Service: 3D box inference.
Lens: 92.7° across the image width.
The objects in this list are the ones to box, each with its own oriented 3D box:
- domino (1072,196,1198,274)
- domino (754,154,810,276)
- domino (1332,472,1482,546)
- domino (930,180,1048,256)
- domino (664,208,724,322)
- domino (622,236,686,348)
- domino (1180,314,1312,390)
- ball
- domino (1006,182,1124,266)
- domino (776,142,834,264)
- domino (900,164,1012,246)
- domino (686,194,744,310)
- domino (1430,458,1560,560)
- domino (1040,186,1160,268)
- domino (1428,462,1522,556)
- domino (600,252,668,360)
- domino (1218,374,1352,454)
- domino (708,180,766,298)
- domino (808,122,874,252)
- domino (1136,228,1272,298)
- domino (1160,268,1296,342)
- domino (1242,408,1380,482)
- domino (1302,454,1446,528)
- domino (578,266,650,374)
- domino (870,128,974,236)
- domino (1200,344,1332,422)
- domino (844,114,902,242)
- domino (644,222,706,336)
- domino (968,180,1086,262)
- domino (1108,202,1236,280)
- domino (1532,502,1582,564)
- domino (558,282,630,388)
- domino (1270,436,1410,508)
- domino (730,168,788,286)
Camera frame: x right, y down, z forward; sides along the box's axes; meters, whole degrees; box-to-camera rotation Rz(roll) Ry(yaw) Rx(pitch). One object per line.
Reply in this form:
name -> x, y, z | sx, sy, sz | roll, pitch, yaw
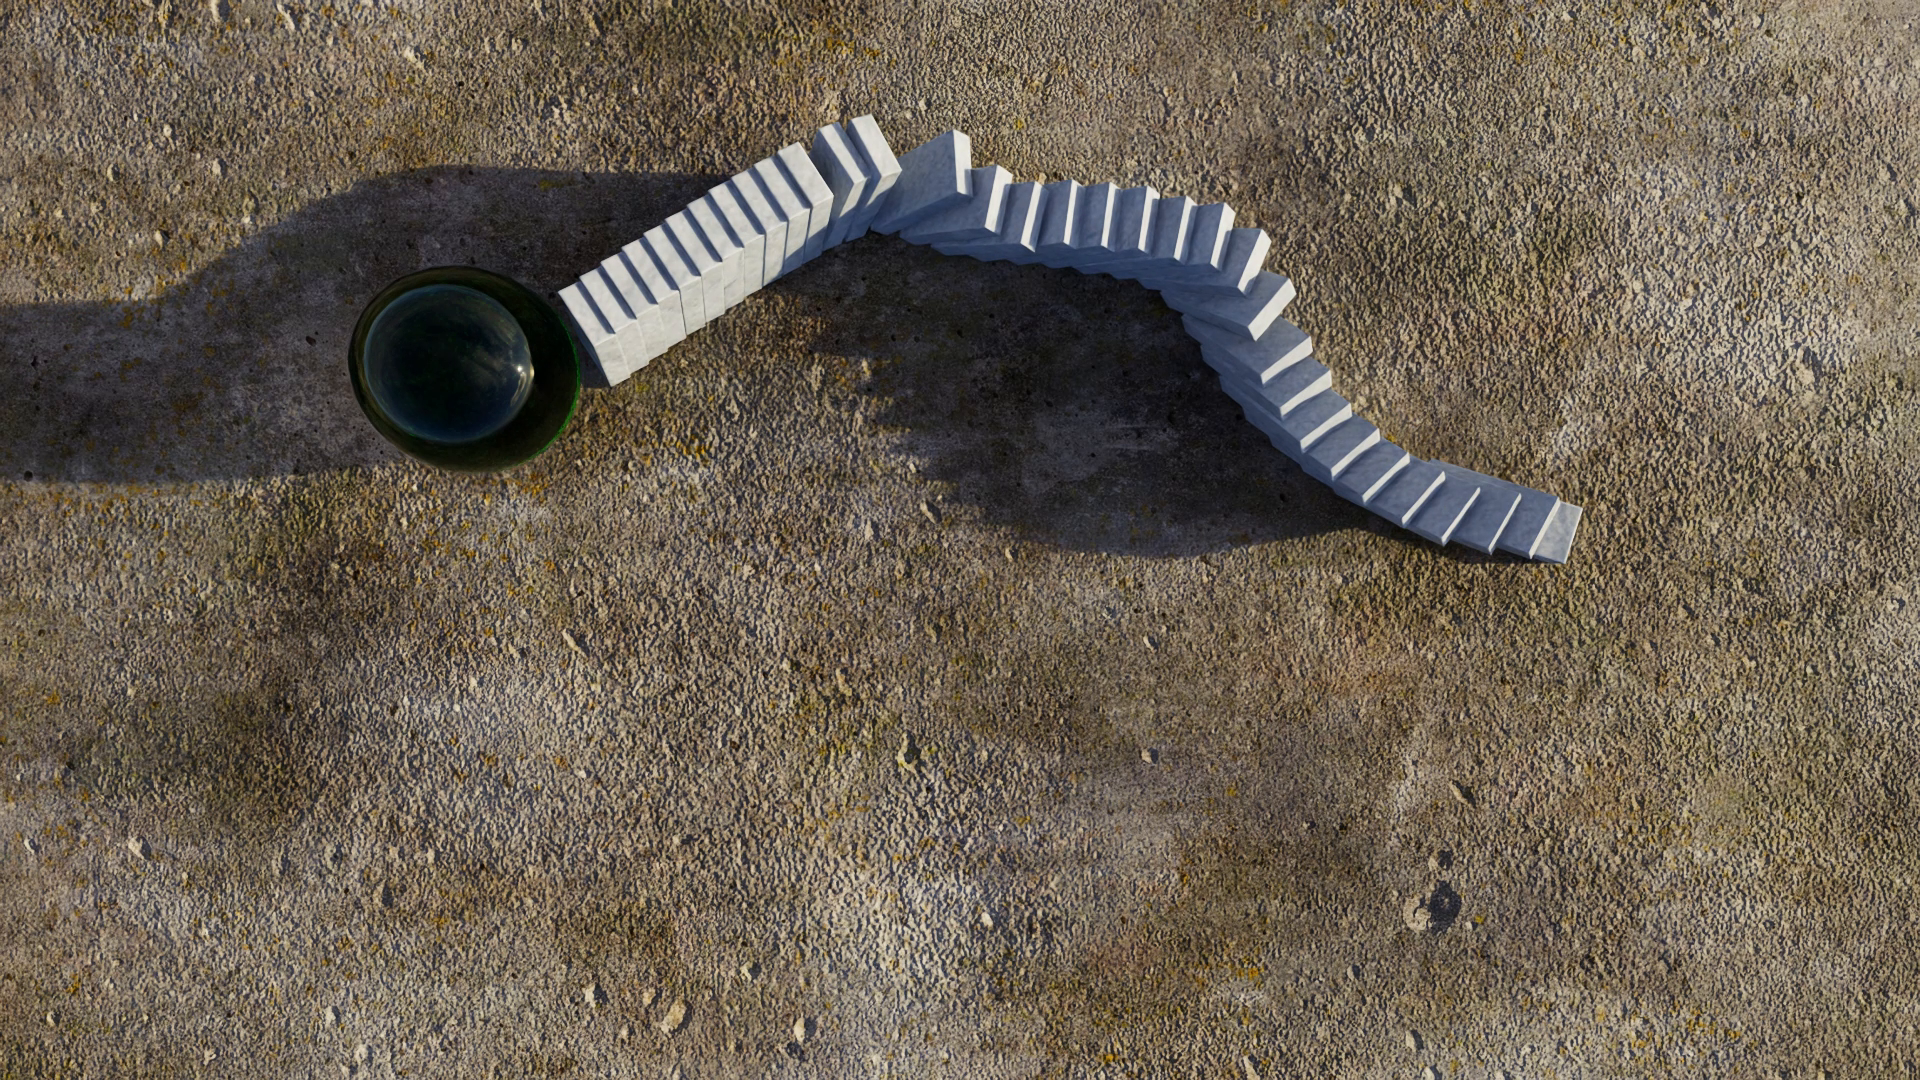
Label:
domino -> 0.071, -0.125, 0.379 | 0.050, 0.010, 0.025 | 10, 88, 43
domino -> -0.074, -0.131, 0.375 | 0.010, 0.050, 0.025 | -33, 90, -16
domino -> 0.184, -0.020, 0.380 | 0.050, 0.010, 0.025 | 37, 91, 40
domino -> 0.012, -0.133, 0.380 | 0.050, 0.010, 0.025 | 14, 90, 41
domino -> -0.108, -0.111, 0.375 | 0.010, 0.050, 0.025 | -33, 90, -16
domino -> -0.124, -0.100, 0.375 | 0.009, 0.050, 0.025 | -33, 90, -16
domino -> 0.118, -0.086, 0.381 | 0.025, 0.010, 0.050 | -38, 51, 0
ball -> -0.192, -0.066, 0.360 | 0.080, 0.080, 0.080 | 0, 90, 0
domino -> 0.042, -0.130, 0.380 | 0.050, 0.010, 0.025 | 8, 90, 43
domino -> -0.065, -0.136, 0.375 | 0.010, 0.050, 0.025 | -33, 90, -17
domino -> -0.003, -0.138, 0.379 | 0.050, 0.009, 0.025 | 12, 90, 43
domino -> -0.100, -0.116, 0.375 | 0.010, 0.050, 0.025 | -33, 90, -16
domino -> 0.216, -0.014, 0.380 | 0.050, 0.010, 0.025 | 28, 90, 40
domino -> 0.057, -0.129, 0.379 | 0.050, 0.009, 0.025 | 8, 89, 43
domino -> 0.200, -0.016, 0.380 | 0.050, 0.009, 0.025 | 30, 91, 40
domino -> -0.132, -0.094, 0.375 | 0.010, 0.050, 0.025 | -33, 90, -16
domino -> 0.134, -0.060, 0.380 | 0.025, 0.009, 0.050 | -37, 51, 0
domino -> -0.091, -0.122, 0.375 | 0.009, 0.050, 0.025 | -33, 90, -16
domino -> -0.053, -0.143, 0.376 | 0.009, 0.050, 0.025 | -33, 90, -26
domino -> 0.100, -0.116, 0.379 | 0.050, 0.009, 0.025 | 22, 88, 44
domino -> 0.110, -0.102, 0.379 | 0.025, 0.050, 0.010 | -49, 134, 0
domino -> 0.145, -0.048, 0.380 | 0.025, 0.010, 0.050 | -41, 51, 0
domino -> 0.170, -0.029, 0.380 | 0.025, 0.010, 0.050 | -49, 50, 1
domino -> -0.141, -0.089, 0.375 | 0.010, 0.050, 0.025 | -33, 90, -16
domino -> -0.017, -0.147, 0.379 | 0.050, 0.010, 0.025 | -6, 86, 42
domino -> 0.126, -0.073, 0.381 | 0.025, 0.010, 0.050 | -37, 51, 0
domino -> -0.042, -0.147, 0.376 | 0.010, 0.050, 0.025 | -29, 90, -26
domino -> -0.116, -0.105, 0.375 | 0.010, 0.050, 0.025 | -33, 90, -16
domino -> 0.027, -0.132, 0.380 | 0.050, 0.010, 0.025 | 8, 90, 42
domino -> 0.086, -0.123, 0.379 | 0.050, 0.009, 0.025 | 11, 86, 43
domino -> 0.238, -0.009, 0.395 | 0.050, 0.009, 0.025 | 18, 90, 0
domino -> -0.149, -0.083, 0.375 | 0.009, 0.050, 0.025 | -33, 90, -16
domino -> 0.156, -0.038, 0.380 | 0.025, 0.010, 0.050 | -43, 51, 0
domino -> -0.083, -0.127, 0.375 | 0.009, 0.050, 0.025 | -33, 90, -16
